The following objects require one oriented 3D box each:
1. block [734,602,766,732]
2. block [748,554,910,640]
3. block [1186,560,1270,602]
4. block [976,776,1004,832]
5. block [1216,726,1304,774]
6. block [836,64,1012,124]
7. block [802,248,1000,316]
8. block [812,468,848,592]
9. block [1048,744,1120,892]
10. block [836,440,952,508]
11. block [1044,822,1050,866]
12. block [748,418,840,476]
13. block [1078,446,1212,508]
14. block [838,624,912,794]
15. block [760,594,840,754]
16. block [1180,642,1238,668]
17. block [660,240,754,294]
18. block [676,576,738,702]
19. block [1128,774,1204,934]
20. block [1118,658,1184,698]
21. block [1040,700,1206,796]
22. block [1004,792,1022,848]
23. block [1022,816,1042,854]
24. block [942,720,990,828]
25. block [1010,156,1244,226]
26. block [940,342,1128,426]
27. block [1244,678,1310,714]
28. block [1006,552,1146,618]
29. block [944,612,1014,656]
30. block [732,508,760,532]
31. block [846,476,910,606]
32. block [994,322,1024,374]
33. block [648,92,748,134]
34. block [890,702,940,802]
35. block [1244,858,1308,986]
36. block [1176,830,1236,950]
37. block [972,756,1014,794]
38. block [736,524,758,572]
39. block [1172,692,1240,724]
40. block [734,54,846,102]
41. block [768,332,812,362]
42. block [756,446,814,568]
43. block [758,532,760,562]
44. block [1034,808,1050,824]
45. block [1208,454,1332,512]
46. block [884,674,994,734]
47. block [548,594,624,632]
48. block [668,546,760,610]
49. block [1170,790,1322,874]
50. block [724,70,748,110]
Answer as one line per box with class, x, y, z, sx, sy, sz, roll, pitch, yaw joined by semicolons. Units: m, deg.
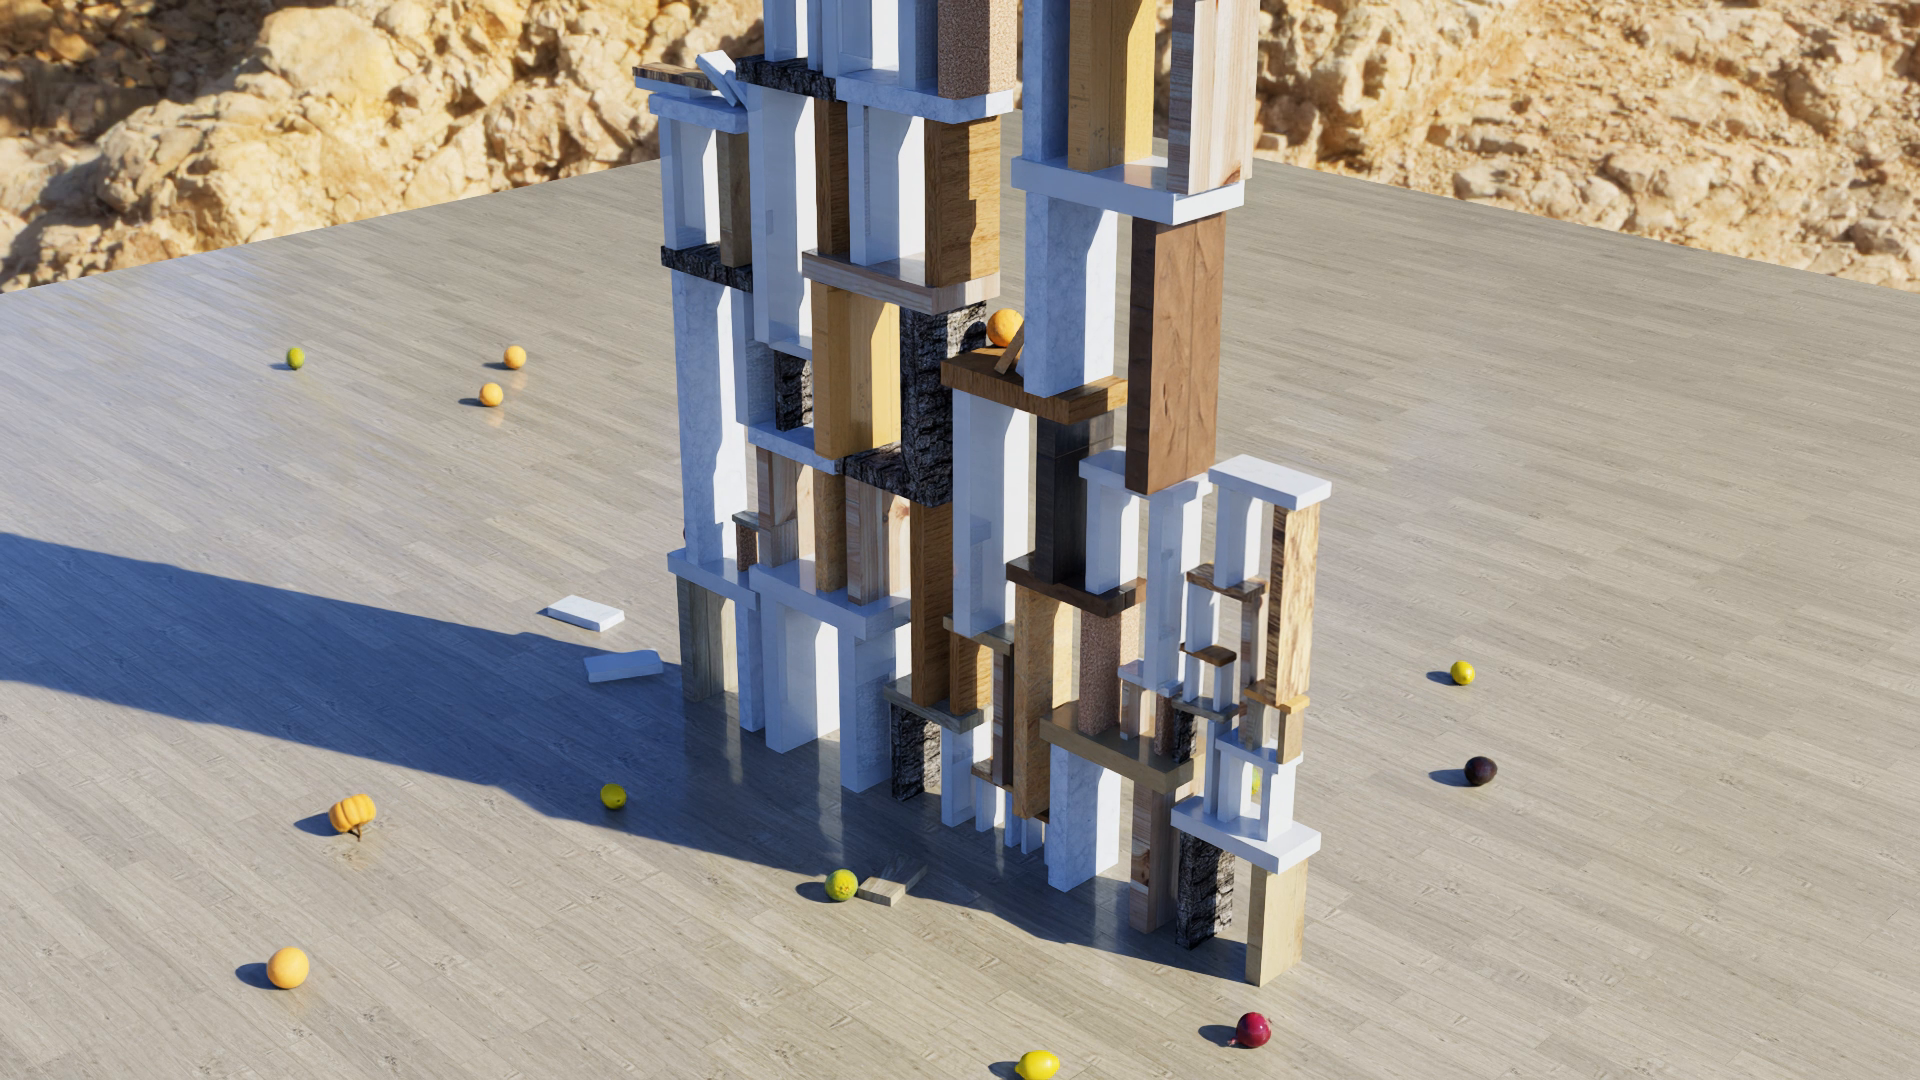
block;-0.413;0.254;4.780;0.042;0.299;0.149;21;31;41
block;-0.250;0.103;4.533;0.180;0.051;0.359;-21;31;-41
block;0.458;0.071;3.762;0.065;0.018;0.130;-21;31;-41
block;0.059;0.516;4.387;0.017;0.122;0.061;21;31;41
block;0.519;0.365;3.821;0.138;0.020;0.069;21;31;41
block;-0.066;-0.802;3.950;0.301;0.043;0.150;21;31;40
block;-0.114;-0.501;4.127;0.354;0.050;0.177;21;31;40
block;-0.234;-0.036;4.460;0.037;0.263;0.131;21;31;41
block;0.238;0.503;4.185;0.043;0.305;0.153;21;31;41
block;-0.101;-0.134;4.281;0.136;0.039;0.272;-21;31;-41
block;0.184;0.583;4.270;0.013;0.092;0.046;21;31;41
block;-0.295;-0.199;4.460;0.131;0.037;0.263;-21;31;-41
block;0.322;-0.111;3.831;0.213;0.030;0.107;21;31;40
block;-0.166;0.325;4.536;0.180;0.359;0.051;-21;31;-41
block;-0.335;0.259;4.691;0.180;0.359;0.051;-21;31;-40
block;0.434;0.195;3.842;0.046;0.013;0.092;-20;30;-39
block;-0.464;-0.566;4.488;0.288;0.041;0.144;21;31;41
block;-0.554;0.199;4.910;0.042;0.299;0.149;21;31;41
block;0.382;0.559;4.053;0.043;0.305;0.153;21;31;41
block;0.349;0.247;3.955;0.060;0.017;0.121;-22;31;-40
block;0.310;0.371;4.051;0.305;0.043;0.153;21;31;41
block;0.117;0.539;4.334;0.017;0.122;0.061;21;31;41
block;0.141;0.566;4.310;0.013;0.092;0.046;21;31;41
block;0.012;0.457;4.406;0.031;0.218;0.109;21;31;41
block;0.276;-0.598;3.663;0.179;0.051;0.358;-22;31;-40
block;0.132;-0.284;3.963;0.314;0.044;0.157;21;31;40
block;0.540;0.267;3.750;0.050;0.014;0.101;-21;31;-40
block;0.215;0.074;4.025;0.245;0.035;0.122;21;31;40
block;0.062;0.171;4.232;0.178;0.025;0.089;21;31;41
block;-0.429;-0.040;4.677;0.055;0.016;0.111;-21;31;-40
block;-0.164;-0.016;4.401;0.136;0.272;0.039;-21;31;-41
block;0.112;-0.369;3.932;0.020;0.144;0.072;32;27;0
block;-0.482;-0.859;4.379;0.136;0.039;0.272;-21;31;-40
block;-0.090;0.416;4.500;0.031;0.218;0.109;21;31;41
block;0.562;0.660;3.897;0.034;0.240;0.120;21;31;41
block;0.448;0.616;4.001;0.034;0.240;0.120;21;31;41
block;0.087;0.463;4.333;0.122;0.017;0.061;21;31;40
block;-0.454;0.008;4.726;0.016;0.111;0.055;21;31;41
block;0.433;0.293;3.882;0.108;0.015;0.054;17;28;34
block;-0.273;-0.878;4.149;0.293;0.041;0.146;21;31;40
block;-0.294;-0.387;4.388;0.170;0.024;0.085;21;31;40
block;-0.357;-0.085;4.575;0.131;0.263;0.037;-21;31;-40
block;-0.402;0.029;4.678;0.055;0.111;0.016;-21;31;-41
block;0.163;0.526;4.269;0.092;0.013;0.046;21;31;41
block;0.510;-0.096;3.630;0.091;0.026;0.183;-21;31;-40
block;-0.039;0.322;4.405;0.218;0.031;0.109;21;31;41
block;-0.904;0.177;5.313;0.169;0.024;0.085;15;27;31
block;-0.484;0.069;4.779;0.149;0.042;0.299;-21;31;-41
block;0.505;0.512;3.896;0.240;0.034;0.120;21;31;41
block;-0.401;-0.872;4.294;0.065;0.018;0.131;-13;55;-36
